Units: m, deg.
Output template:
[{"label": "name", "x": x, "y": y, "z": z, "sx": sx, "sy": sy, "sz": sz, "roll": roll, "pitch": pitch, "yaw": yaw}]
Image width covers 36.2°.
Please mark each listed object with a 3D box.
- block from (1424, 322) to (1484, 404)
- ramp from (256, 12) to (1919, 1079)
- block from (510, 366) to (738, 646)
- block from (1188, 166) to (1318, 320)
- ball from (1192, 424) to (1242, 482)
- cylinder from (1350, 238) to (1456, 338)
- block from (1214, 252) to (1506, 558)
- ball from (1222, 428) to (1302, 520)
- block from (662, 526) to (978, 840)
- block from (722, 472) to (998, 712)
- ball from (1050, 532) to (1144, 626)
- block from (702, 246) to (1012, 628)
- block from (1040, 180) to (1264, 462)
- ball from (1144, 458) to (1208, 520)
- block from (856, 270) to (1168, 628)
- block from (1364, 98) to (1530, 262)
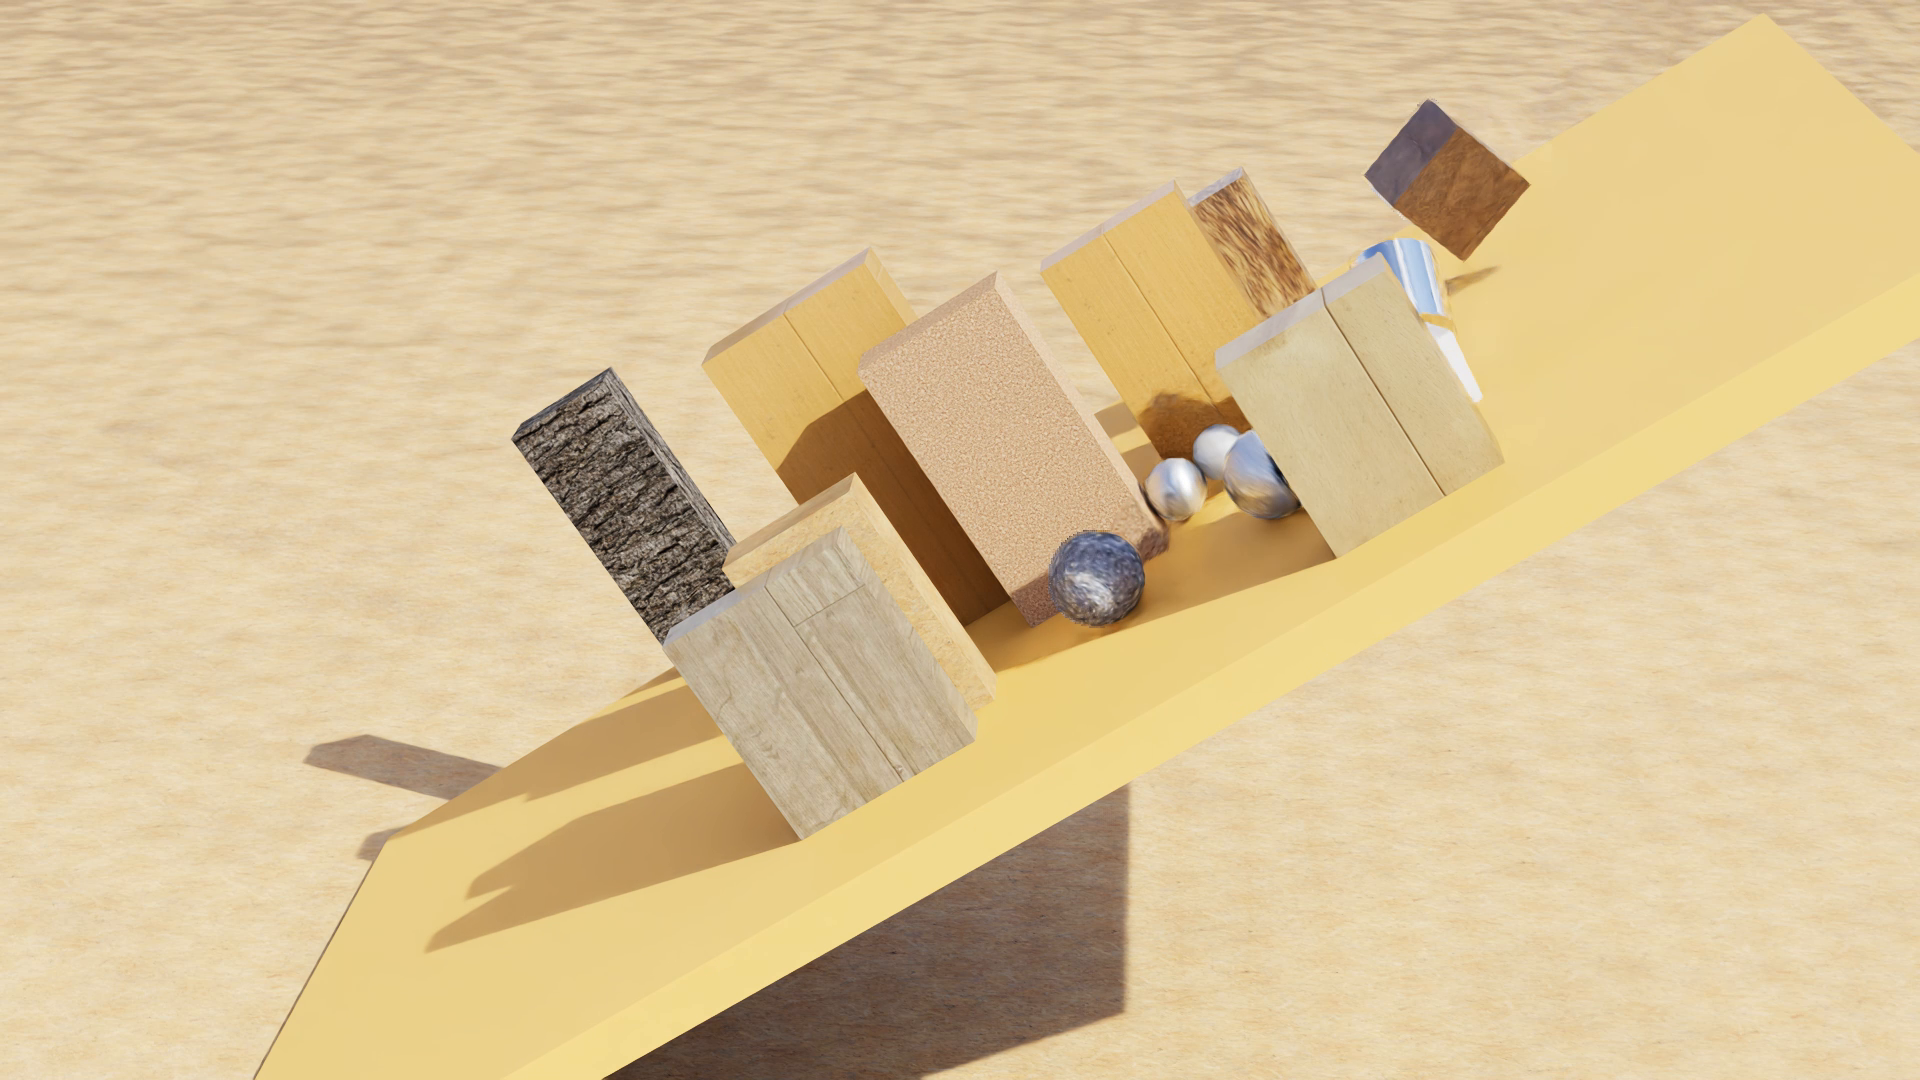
[{"label": "block", "x": 0.891, "y": -0.313, "z": 5.679, "sx": 0.148, "sy": 0.148, "sz": 0.148, "roll": -30, "pitch": 15, "yaw": -4}, {"label": "ramp", "x": 0.139, "y": 0.171, "z": 6.296, "sx": 4.000, "sy": 0.100, "sz": 2.000, "roll": -31, "pitch": 15, "yaw": 14}, {"label": "block", "x": -0.772, "y": -0.043, "z": 7.271, "sx": 0.277, "sy": 0.735, "sz": 0.123, "roll": -31, "pitch": 15, "yaw": 14}, {"label": "block", "x": 0.624, "y": -0.588, "z": 6.616, "sx": 0.276, "sy": 0.411, "sz": 0.099, "roll": -31, "pitch": 15, "yaw": 14}, {"label": "ball", "x": 0.536, "y": -0.179, "z": 6.047, "sx": 0.117, "sy": 0.117, "sz": 0.117, "roll": 0, "pitch": 20, "yaw": 0}, {"label": "cylinder", "x": 0.893, "y": -0.481, "z": 5.943, "sx": 0.183, "sy": 0.183, "sz": 0.183, "roll": -3, "pitch": 60, "yaw": -9}, {"label": "block", "x": 0.722, "y": -0.242, "z": 5.323, "sx": 0.348, "sy": 0.421, "sz": 0.127, "roll": -31, "pitch": 15, "yaw": 14}, {"label": "ball", "x": 0.600, "y": -0.131, "z": 5.702, "sx": 0.182, "sy": 0.182, "sz": 0.182, "roll": 0, "pitch": 20, "yaw": 0}, {"label": "block", "x": -0.268, "y": 0.280, "z": 5.702, "sx": 0.407, "sy": 0.479, "sz": 0.103, "roll": -31, "pitch": 15, "yaw": 14}, {"label": "block", "x": -0.195, "y": 0.166, "z": 5.829, "sx": 0.301, "sy": 0.515, "sz": 0.118, "roll": -31, "pitch": 15, "yaw": 14}, {"label": "ball", "x": 0.269, "y": 0.075, "z": 5.762, "sx": 0.185, "sy": 0.185, "sz": 0.185, "roll": 0, "pitch": 20, "yaw": 0}, {"label": "block", "x": -0.151, "y": -0.179, "z": 6.274, "sx": 0.414, "sy": 0.786, "sz": 0.137, "roll": -31, "pitch": 15, "yaw": 14}, {"label": "block", "x": 0.458, "y": -0.455, "z": 6.318, "sx": 0.335, "sy": 0.534, "sz": 0.104, "roll": -31, "pitch": 15, "yaw": 14}, {"label": "ball", "x": 0.442, "y": -0.104, "z": 6.020, "sx": 0.128, "sy": 0.128, "sz": 0.128, "roll": 0, "pitch": 20, "yaw": 0}, {"label": "block", "x": 0.112, "y": -0.181, "z": 5.985, "sx": 0.331, "sy": 0.650, "sz": 0.131, "roll": -31, "pitch": 15, "yaw": 14}, {"label": "block", "x": 0.923, "y": -0.684, "z": 5.585, "sx": 0.191, "sy": 0.191, "sz": 0.191, "roll": 34, "pitch": 15, "yaw": -22}]
